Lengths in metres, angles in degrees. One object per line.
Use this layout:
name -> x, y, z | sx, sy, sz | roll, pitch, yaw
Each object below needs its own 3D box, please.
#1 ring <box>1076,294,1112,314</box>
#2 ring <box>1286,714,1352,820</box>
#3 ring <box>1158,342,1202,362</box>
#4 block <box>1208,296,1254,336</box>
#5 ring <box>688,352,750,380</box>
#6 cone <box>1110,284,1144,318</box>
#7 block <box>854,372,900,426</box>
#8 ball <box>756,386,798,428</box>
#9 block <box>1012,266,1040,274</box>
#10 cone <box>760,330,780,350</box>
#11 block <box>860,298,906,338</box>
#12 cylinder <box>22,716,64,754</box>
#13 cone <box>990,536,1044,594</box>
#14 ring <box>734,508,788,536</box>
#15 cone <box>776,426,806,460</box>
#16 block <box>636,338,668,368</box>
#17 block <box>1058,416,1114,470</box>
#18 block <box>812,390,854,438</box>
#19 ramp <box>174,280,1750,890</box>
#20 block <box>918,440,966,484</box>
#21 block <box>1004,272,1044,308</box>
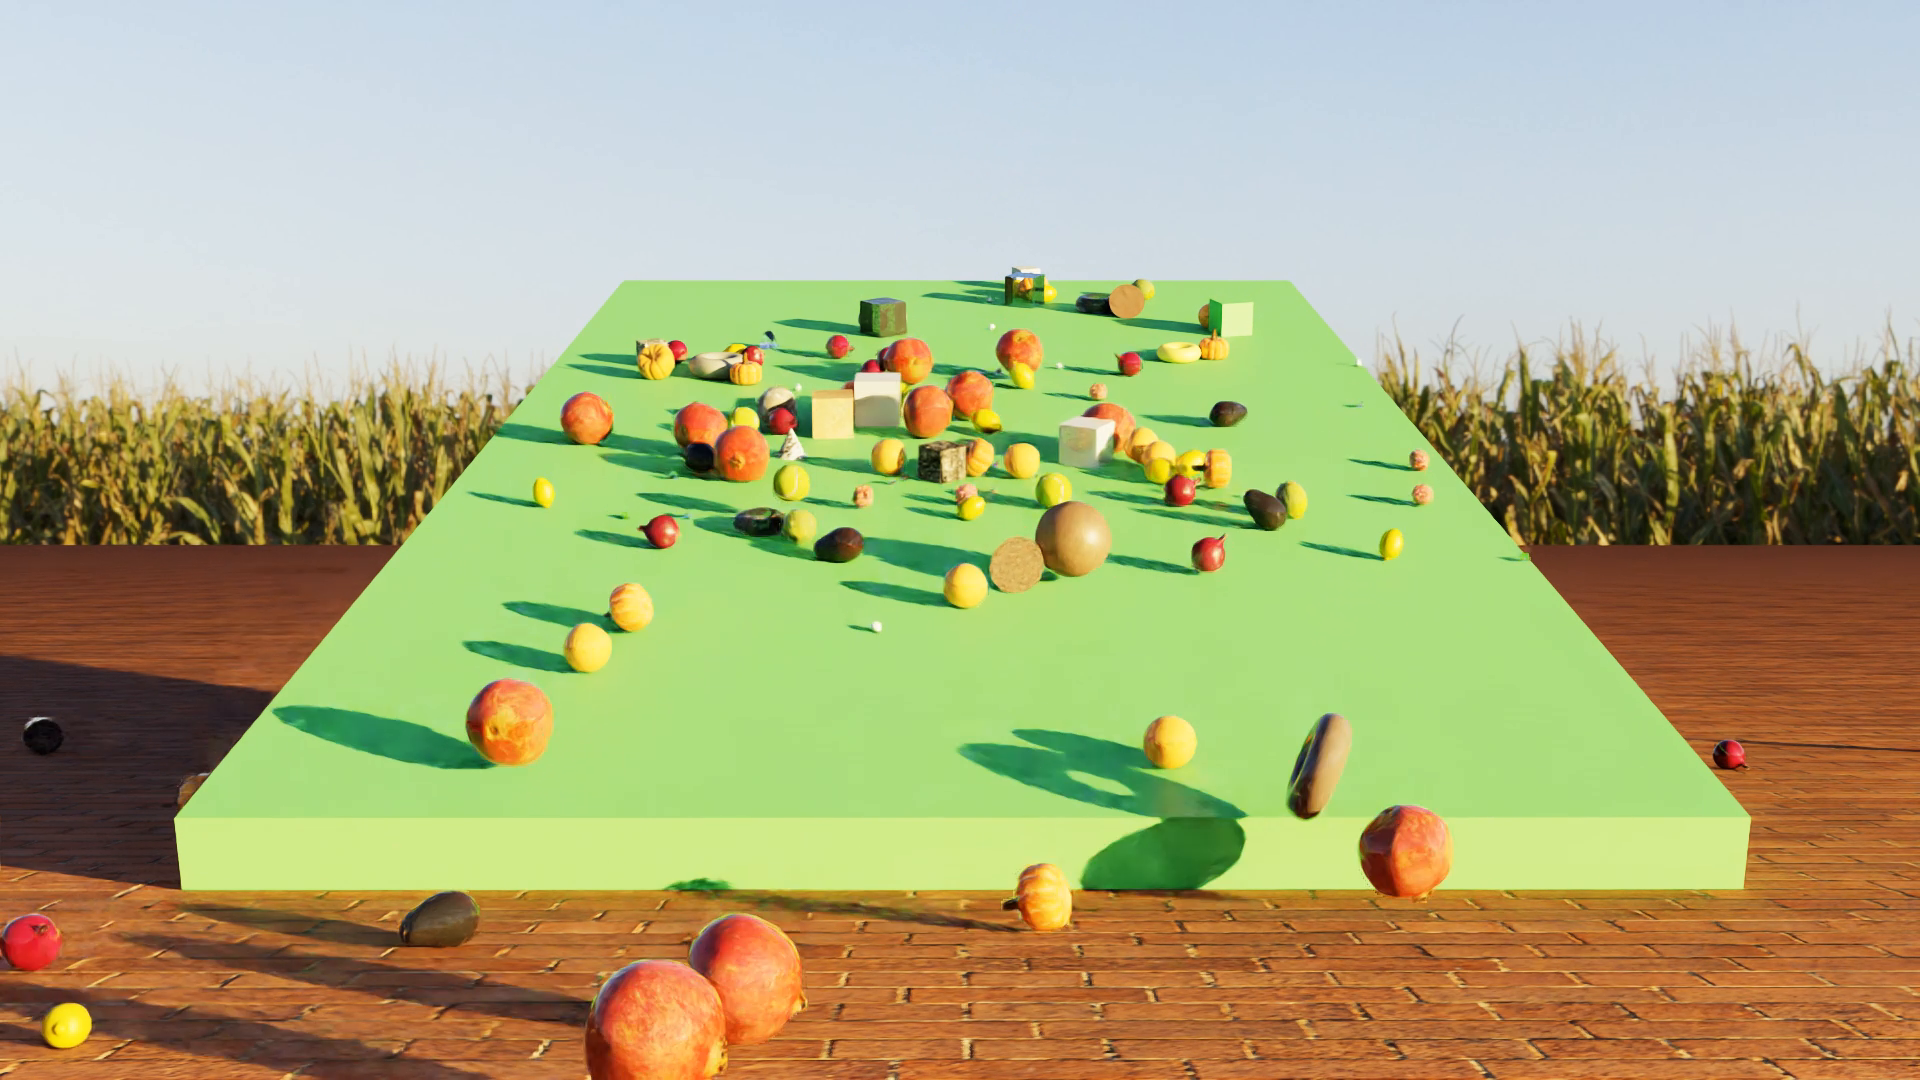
ring -> 0.384, -0.659, 6.163 | 0.127, 0.042, 0.127 | -1, 17, 0
ring -> 0.443, 0.280, 2.733 | 0.047, 0.141, 0.141 | 22, 2, 4
ring -> 0.547, -0.468, 5.526 | 0.110, 0.037, 0.110 | -1, 17, 0
block -> 0.716, -0.590, 5.853 | 0.087, 0.087, 0.087 | -5, 17, -16
ring -> -0.582, -0.422, 5.345 | 0.146, 0.049, 0.146 | 1, 15, 0
cone -> 0.460, -0.646, 6.116 | 0.098, 0.098, 0.098 | 0, -10, 2
block -> -0.181, -0.310, 4.878 | 0.099, 0.099, 0.099 | 0, 16, 0
ball -> -0.398, -0.291, 4.826 | 0.090, 0.090, 0.090 | 0, 0, 0
block -> 0.193, -0.769, 6.500 | 0.062, 0.062, 0.062 | -8, 18, -25
cone -> -0.478, -0.504, 5.669 | 0.050, 0.050, 0.050 | 0, -14, 40
block -> -0.202, -0.587, 5.837 | 0.087, 0.087, 0.087 | -13, 21, -37
cylinder -> -1.925, 0.410, 4.644 | 0.073, 0.073, 0.073 | 0, -10, -32
cone -> 0.117, 0.053, 3.745 | 0.099, 0.099, 0.099 | 0, -12, 28
ring -> -0.364, -0.033, 4.052 | 0.102, 0.034, 0.102 | 1, 17, 0
cone -> -0.349, -0.204, 4.580 | 0.063, 0.063, 0.063 | 0, 16, 0
block -> -0.760, -0.462, 5.463 | 0.058, 0.058, 0.058 | -9, 19, -28
block -> 0.259, -0.200, 4.530 | 0.085, 0.085, 0.085 | 9, 19, 27
block -> -0.274, -0.271, 4.767 | 0.087, 0.087, 0.087 | -1, 16, -4
ramp -> -0.002, -0.166, 4.740 | 2.000, 0.100, 4.000 | 0, 16, 0
block -> -0.036, -0.156, 4.409 | 0.068, 0.068, 0.068 | -14, 21, -39
block -> 0.183, -0.704, 6.241 | 0.085, 0.085, 0.085 | 8, 18, 25
